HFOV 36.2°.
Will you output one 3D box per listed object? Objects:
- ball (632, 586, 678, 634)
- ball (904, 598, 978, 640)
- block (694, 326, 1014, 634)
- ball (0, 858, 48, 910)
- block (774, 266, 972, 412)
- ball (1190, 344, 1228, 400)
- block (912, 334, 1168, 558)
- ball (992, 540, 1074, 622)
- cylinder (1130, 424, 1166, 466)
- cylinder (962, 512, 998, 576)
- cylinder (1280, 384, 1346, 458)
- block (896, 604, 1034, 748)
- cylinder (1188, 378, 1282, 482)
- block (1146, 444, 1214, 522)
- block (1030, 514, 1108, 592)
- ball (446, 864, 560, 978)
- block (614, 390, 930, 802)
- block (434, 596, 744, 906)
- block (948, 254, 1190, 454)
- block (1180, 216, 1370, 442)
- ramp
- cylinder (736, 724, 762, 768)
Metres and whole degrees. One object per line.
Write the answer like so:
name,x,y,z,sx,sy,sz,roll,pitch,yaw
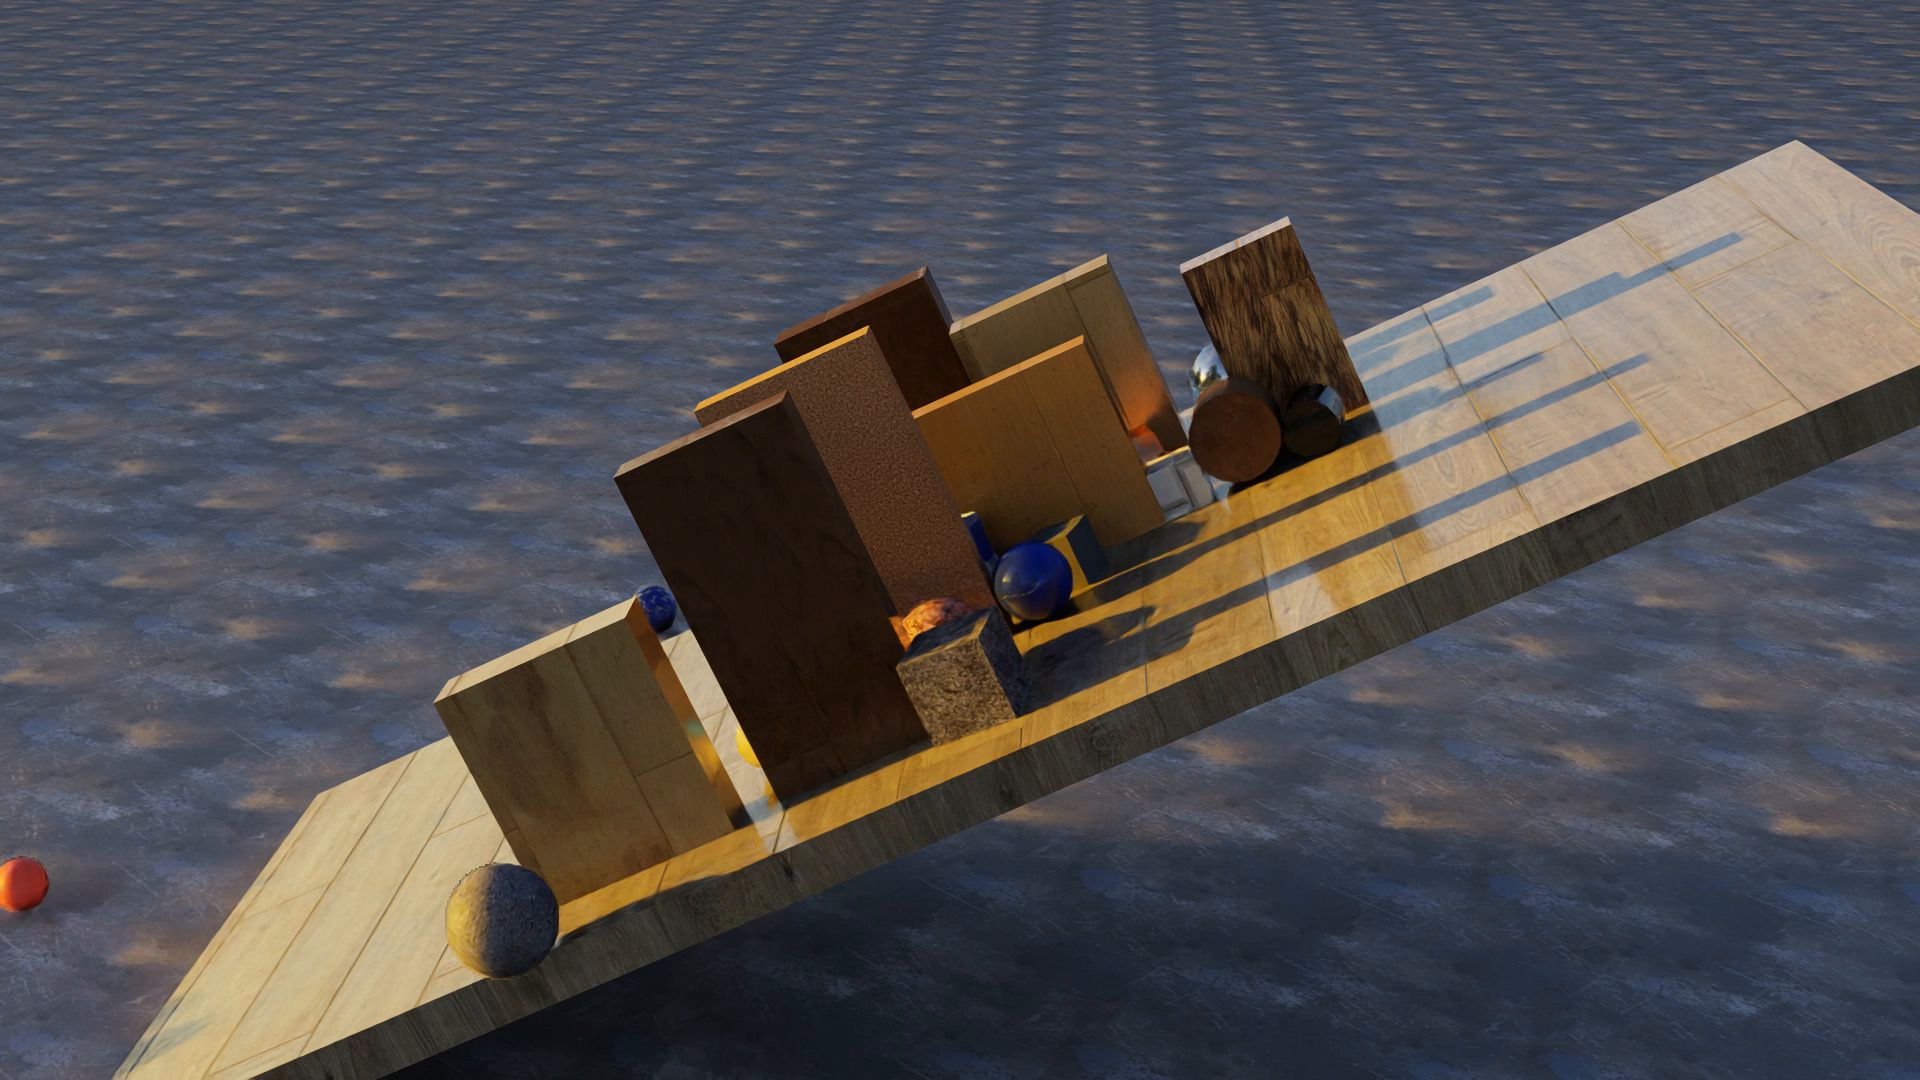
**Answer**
ball,-0.955,0.218,9.146,0.151,0.151,0.151,0,16,0
ball,-0.029,0.210,5.774,0.195,0.195,0.195,0,16,0
block,-0.211,-0.042,5.996,0.385,0.693,0.082,-24,13,9
ball,-2.245,0.824,7.037,0.124,0.124,0.124,0,16,0
block,-0.132,-0.297,7.052,0.392,0.597,0.141,-24,13,9
ball,0.626,-0.374,6.834,0.185,0.185,0.185,0,16,0
block,0.161,-0.152,6.303,0.424,0.432,0.087,-24,13,9
ball,0.149,0.084,5.999,0.166,0.166,0.166,0,16,0
cylinder,0.372,-0.149,6.500,0.158,0.158,0.158,-27,20,-6
cylinder,-0.013,0.079,6.227,0.204,0.204,0.204,-23,13,6
cylinder,0.753,-0.255,6.266,0.125,0.125,0.125,3,21,12
block,0.011,0.257,5.566,0.174,0.174,0.174,-21,14,19
cylinder,0.592,-0.237,6.312,0.195,0.195,0.195,2,12,6
block,0.473,-0.125,6.320,0.110,0.110,0.110,-24,13,10
block,0.217,0.037,6.158,0.117,0.117,0.117,-18,15,30
ball,-0.840,0.699,5.404,0.207,0.207,0.207,0,16,0
block,-0.337,0.110,5.609,0.353,0.708,0.103,-24,13,9
block,-0.711,0.414,5.668,0.411,0.468,0.140,-24,13,9
block,0.260,-0.326,6.622,0.385,0.508,0.122,-24,13,9
block,0.692,-0.454,6.466,0.258,0.435,0.106,-24,13,9
ramp,0.135,0.169,6.282,4.000,0.100,2.000,-24,13,9
cylinder,-0.360,0.393,5.837,0.129,0.129,0.129,-8,4,-27
